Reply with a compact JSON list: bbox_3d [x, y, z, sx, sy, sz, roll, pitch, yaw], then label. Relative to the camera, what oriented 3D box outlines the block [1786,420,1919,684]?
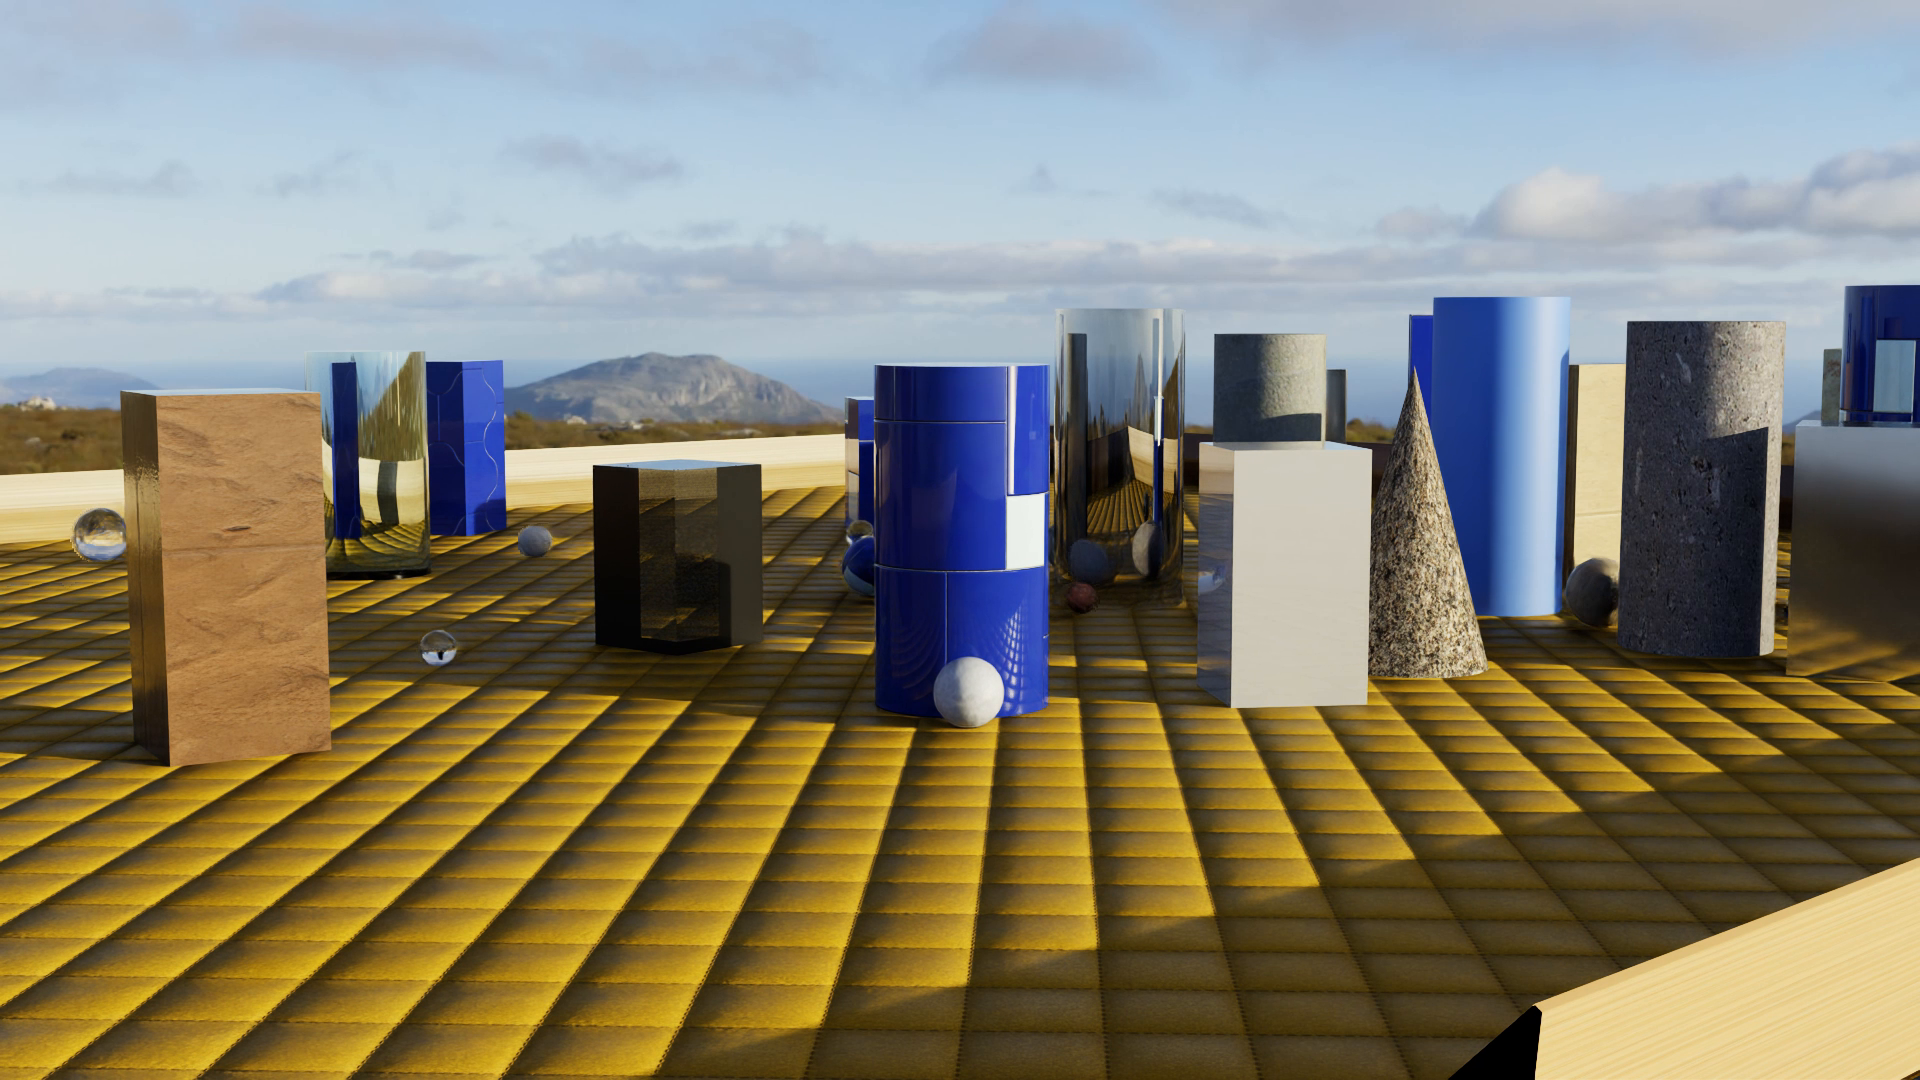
[{"bbox_3d":[1.115,0.010,2.714,0.158,0.306,0.158,3,7,24],"label":"block"}]

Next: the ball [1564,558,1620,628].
[{"bbox_3d":[0.903,0.074,3.097,0.099,0.099,0.099,0,6,0],"label":"ball"}]

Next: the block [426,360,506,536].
[{"bbox_3d":[-1.028,-0.189,4.435,0.158,0.345,0.158,2,6,18],"label":"block"}]

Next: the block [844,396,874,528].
[{"bbox_3d":[-0.142,-0.155,4.473,0.158,0.268,0.158,-1,6,-13],"label":"block"}]

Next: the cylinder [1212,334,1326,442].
[{"bbox_3d":[0.549,-0.164,3.912,0.198,0.403,0.198,0,6,0],"label":"cylinder"}]

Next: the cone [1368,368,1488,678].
[{"bbox_3d":[0.565,-0.030,2.752,0.198,0.376,0.198,0,6,0],"label":"cone"}]

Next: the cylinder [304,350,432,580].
[{"bbox_3d":[-1.000,-0.130,3.715,0.198,0.377,0.198,0,6,0],"label":"cylinder"}]

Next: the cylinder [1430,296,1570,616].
[{"bbox_3d":[0.803,-0.129,3.285,0.198,0.464,0.198,0,6,0],"label":"cylinder"}]

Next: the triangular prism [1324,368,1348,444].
[{"bbox_3d":[0.656,-0.170,4.306,0.171,0.333,0.148,0,6,0],"label":"triangular prism"}]

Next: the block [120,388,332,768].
[{"bbox_3d":[-0.749,0.030,2.242,0.158,0.363,0.158,-4,7,-32],"label":"block"}]

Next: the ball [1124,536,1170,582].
[{"bbox_3d":[0.307,0.031,3.621,0.075,0.075,0.075,0,6,0],"label":"ball"}]

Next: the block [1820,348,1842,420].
[{"bbox_3d":[1.484,-0.116,3.545,0.158,0.383,0.158,4,7,32],"label":"block"}]

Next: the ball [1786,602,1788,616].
[{"bbox_3d":[1.194,0.099,3.118,0.045,0.045,0.045,0,6,0],"label":"ball"}]

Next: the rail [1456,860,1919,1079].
[{"bbox_3d":[1.271,0.176,1.962,4.066,0.129,0.045,-5,8,-42],"label":"rail"}]

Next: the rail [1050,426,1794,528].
[{"bbox_3d":[1.477,-0.108,4.687,0.045,0.129,3.796,-5,8,-42],"label":"rail"}]

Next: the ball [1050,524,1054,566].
[{"bbox_3d":[0.190,0.009,3.733,0.096,0.096,0.096,0,6,0],"label":"ball"}]

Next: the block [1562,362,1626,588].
[{"bbox_3d":[1.003,-0.111,3.613,0.158,0.359,0.158,-4,7,-34],"label":"block"}]

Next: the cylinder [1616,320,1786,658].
[{"bbox_3d":[0.978,-0.073,2.906,0.198,0.430,0.198,0,6,0],"label":"cylinder"}]

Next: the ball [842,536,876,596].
[{"bbox_3d":[-0.138,0.041,3.443,0.093,0.093,0.093,0,6,0],"label":"ball"}]

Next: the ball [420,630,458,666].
[{"bbox_3d":[-0.655,0.136,2.760,0.046,0.046,0.046,0,6,0],"label":"ball"}]

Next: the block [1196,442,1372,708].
[{"bbox_3d":[0.372,0.036,2.545,0.158,0.289,0.158,-1,6,-8],"label":"block"}]

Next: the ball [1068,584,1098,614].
[{"bbox_3d":[0.181,0.086,3.240,0.045,0.045,0.045,0,6,0],"label":"ball"}]

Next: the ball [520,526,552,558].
[{"bbox_3d":[-0.767,0.002,3.979,0.058,0.058,0.058,0,6,0],"label":"ball"}]

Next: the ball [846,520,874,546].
[{"bbox_3d":[-0.186,-0.011,4.118,0.056,0.056,0.056,0,6,0],"label":"ball"}]

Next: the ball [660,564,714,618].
[{"bbox_3d":[-0.397,0.074,3.200,0.078,0.078,0.078,0,6,0],"label":"ball"}]

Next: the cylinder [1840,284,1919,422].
[{"bbox_3d":[1.361,-0.122,3.144,0.198,0.480,0.198,0,6,0],"label":"cylinder"}]

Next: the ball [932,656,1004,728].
[{"bbox_3d":[0.009,0.163,2.353,0.076,0.076,0.076,0,6,0],"label":"ball"}]

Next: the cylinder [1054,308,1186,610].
[{"bbox_3d":[0.242,-0.128,3.349,0.198,0.447,0.198,0,6,0],"label":"cylinder"}]

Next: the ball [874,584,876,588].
[{"bbox_3d":[-0.089,0.057,3.328,0.085,0.085,0.085,0,6,0],"label":"ball"}]

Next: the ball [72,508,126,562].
[{"bbox_3d":[-1.522,-0.009,3.901,0.096,0.096,0.096,0,6,0],"label":"ball"}]

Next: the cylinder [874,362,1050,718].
[{"bbox_3d":[0.002,-0.006,2.485,0.198,0.385,0.198,0,6,0],"label":"cylinder"}]

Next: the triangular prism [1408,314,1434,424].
[{"bbox_3d":[0.897,-0.185,3.947,0.171,0.438,0.148,2,6,16],"label":"triangular prism"}]

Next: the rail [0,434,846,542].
[{"bbox_3d":[-1.271,-0.109,4.702,4.066,0.129,0.045,-5,8,-42],"label":"rail"}]

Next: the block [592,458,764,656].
[{"bbox_3d":[-0.377,0.019,2.944,0.158,0.240,0.158,5,8,39],"label":"block"}]
